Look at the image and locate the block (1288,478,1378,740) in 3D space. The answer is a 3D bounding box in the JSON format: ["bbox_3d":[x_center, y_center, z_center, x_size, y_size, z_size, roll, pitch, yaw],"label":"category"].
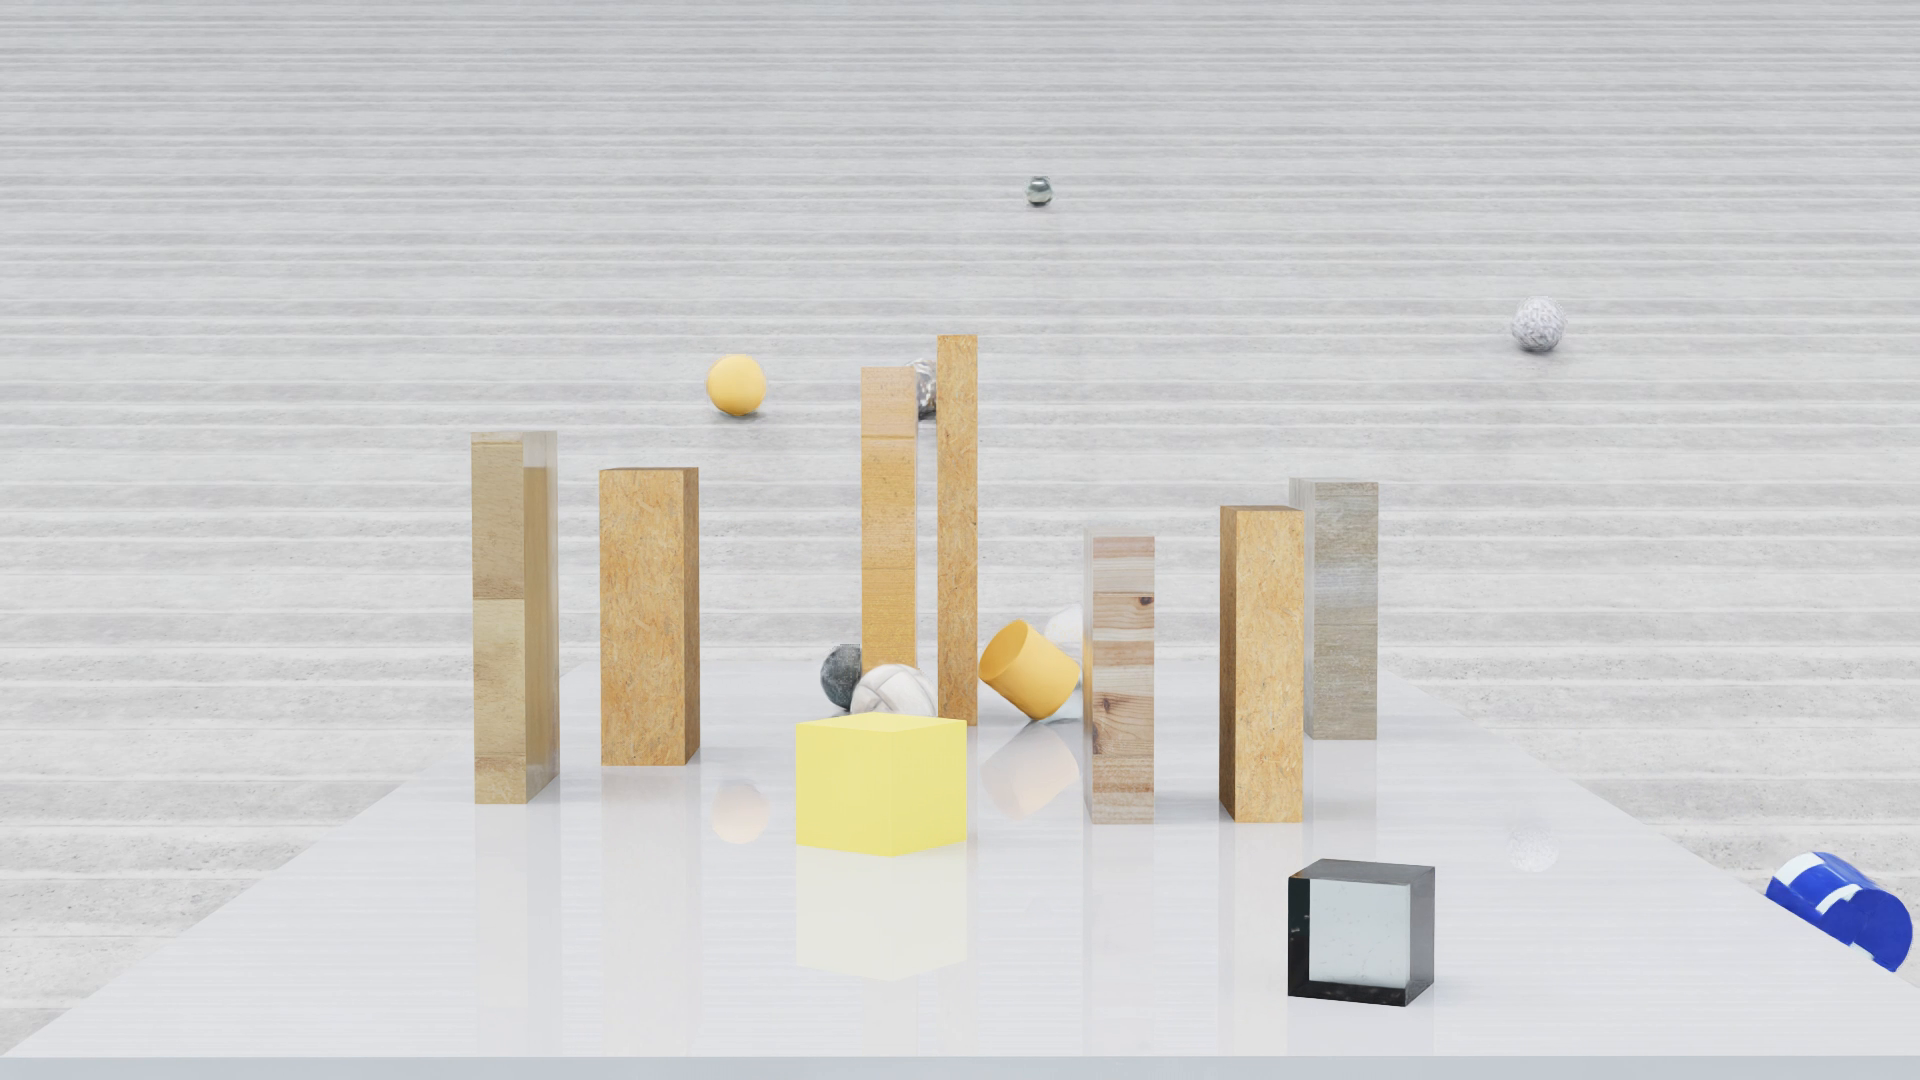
[{"bbox_3d":[0.743,0.128,5.141,0.122,0.497,0.385,0,3,0],"label":"block"}]

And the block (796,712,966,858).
[{"bbox_3d":[-0.115,0.356,3.782,0.179,0.179,0.179,2,4,37],"label":"block"}]

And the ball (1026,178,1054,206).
[{"bbox_3d":[0.344,-1.511,11.155,0.124,0.124,0.124,0,22,0],"label":"ball"}]

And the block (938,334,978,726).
[{"bbox_3d":[-0.005,-0.026,5.339,0.081,0.787,0.356,0,3,0],"label":"block"}]

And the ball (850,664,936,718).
[{"bbox_3d":[-0.125,0.312,4.835,0.161,0.161,0.161,0,22,0],"label":"ball"}]

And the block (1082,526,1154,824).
[{"bbox_3d":[0.250,0.208,4.085,0.094,0.445,0.294,0,3,0],"label":"block"}]

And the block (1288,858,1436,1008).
[{"bbox_3d":[0.441,0.429,2.822,0.130,0.130,0.130,1,3,24],"label":"block"}]

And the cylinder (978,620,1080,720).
[{"bbox_3d":[0.140,0.268,5.261,0.148,0.148,0.148,39,10,-22],"label":"cylinder"}]

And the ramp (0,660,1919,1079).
[{"bbox_3d":[0.051,0.458,4.533,2.000,0.100,4.000,0,3,0],"label":"ramp"}]

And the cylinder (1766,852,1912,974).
[{"bbox_3d":[1.220,0.528,3.579,0.146,0.146,0.146,-3,14,-9],"label":"cylinder"}]

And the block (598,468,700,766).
[{"bbox_3d":[-0.568,0.133,4.733,0.150,0.529,0.280,0,3,0],"label":"block"}]

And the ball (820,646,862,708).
[{"bbox_3d":[-0.231,0.293,5.482,0.136,0.136,0.136,0,22,0],"label":"ball"}]

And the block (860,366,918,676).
[{"bbox_3d":[-0.137,0.022,5.056,0.102,0.718,0.310,0,3,0],"label":"block"}]

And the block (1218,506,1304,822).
[{"bbox_3d":[0.476,0.190,4.078,0.104,0.481,0.249,0,3,0],"label":"block"}]

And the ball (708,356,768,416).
[{"bbox_3d":[-0.742,-0.514,8.567,0.199,0.199,0.199,0,22,0],"label":"ball"}]

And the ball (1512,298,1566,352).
[{"bbox_3d":[2.074,-0.772,9.220,0.191,0.191,0.191,0,22,0],"label":"ball"}]

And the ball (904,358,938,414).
[{"bbox_3d":[-0.127,-0.513,8.583,0.184,0.184,0.184,0,22,0],"label":"ball"}]

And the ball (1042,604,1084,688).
[{"bbox_3d":[0.279,0.244,5.900,0.190,0.190,0.190,0,22,0],"label":"ball"}]

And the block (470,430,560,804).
[{"bbox_3d":[-0.744,0.118,4.322,0.083,0.601,0.357,0,3,0],"label":"block"}]
